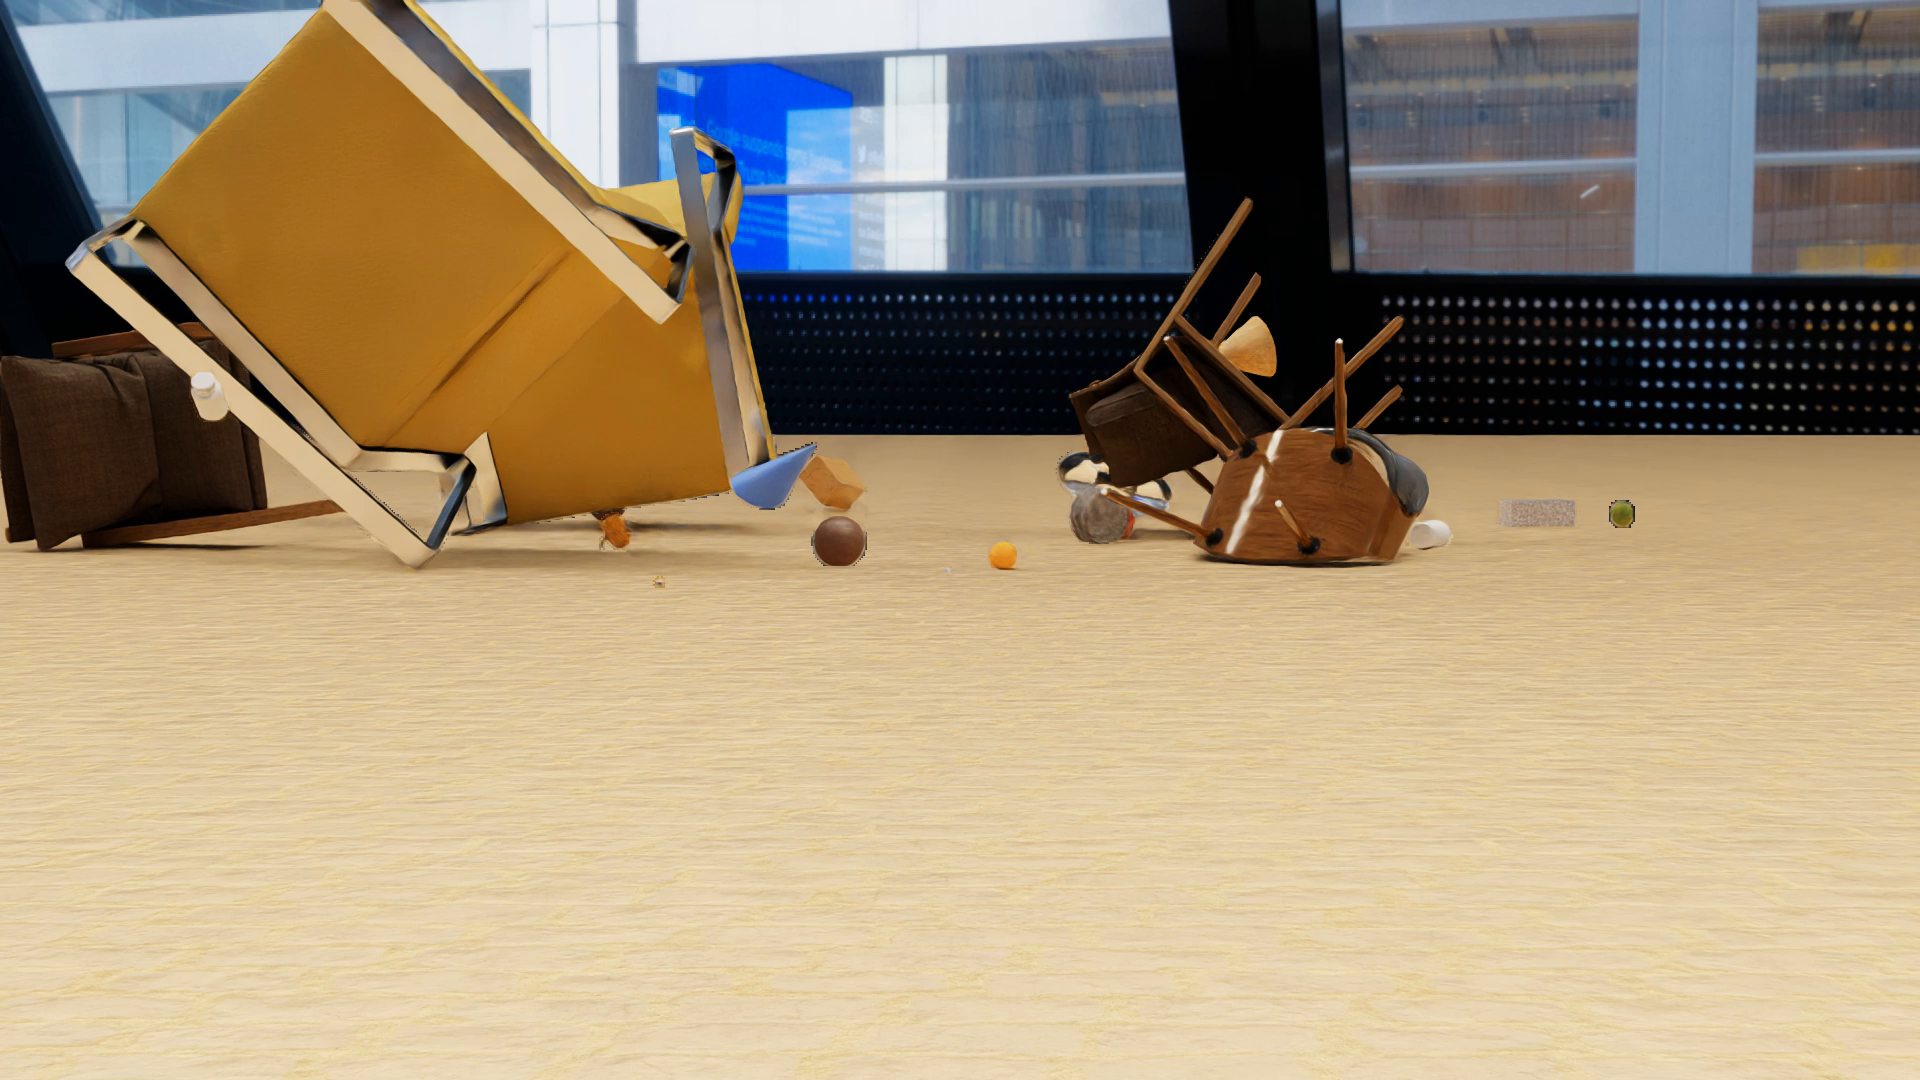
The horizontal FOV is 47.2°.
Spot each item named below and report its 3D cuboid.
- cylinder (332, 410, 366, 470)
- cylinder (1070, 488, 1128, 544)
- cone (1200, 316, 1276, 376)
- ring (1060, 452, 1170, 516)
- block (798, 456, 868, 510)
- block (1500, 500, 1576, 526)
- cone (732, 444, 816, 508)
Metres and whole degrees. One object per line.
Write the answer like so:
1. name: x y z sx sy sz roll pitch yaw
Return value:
1. cylinder: -1.721 -0.282 6.194 0.079 0.108 0.149 -15 37 -1
2. cylinder: 0.403 -0.070 6.348 0.165 0.160 0.069 -14 13 -35
3. cone: 1.035 -0.709 8.398 0.263 0.234 0.256 -15 37 -12
4. ring: 0.550 -0.197 7.791 0.420 0.153 0.173 18 44 -4
5. block: -0.470 -0.212 8.120 0.149 0.109 0.195 50 17 21
6. block: 1.897 -0.089 7.232 0.212 0.084 0.123 0 4 -5
7. cone: -0.430 -0.183 5.489 0.203 0.112 0.236 -36 -13 24
